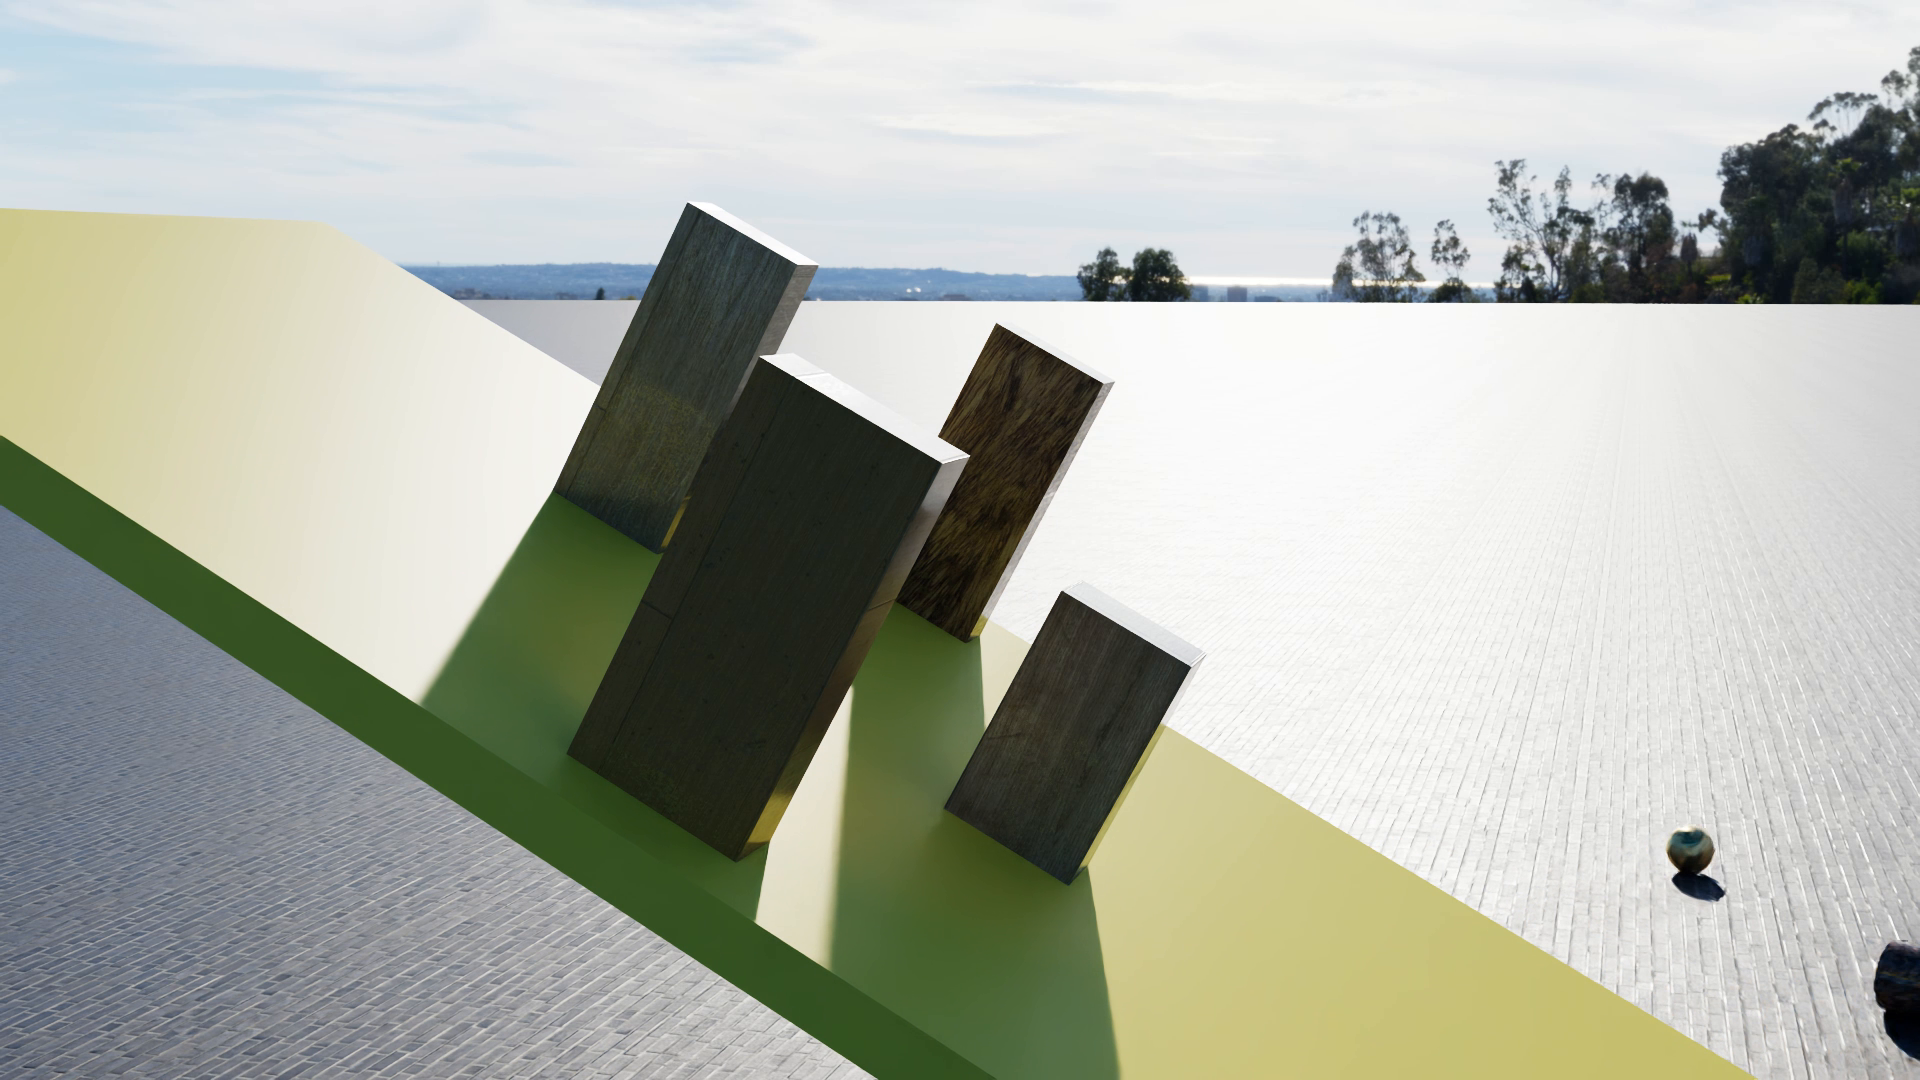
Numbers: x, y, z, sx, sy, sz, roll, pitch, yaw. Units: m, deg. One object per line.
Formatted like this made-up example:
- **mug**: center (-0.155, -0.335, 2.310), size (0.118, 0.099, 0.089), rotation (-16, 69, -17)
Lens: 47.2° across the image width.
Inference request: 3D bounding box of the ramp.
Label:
- **ramp**: center (-0.217, 0.359, 4.145), size (4.000, 0.100, 2.000), rotation (31, 14, 12)

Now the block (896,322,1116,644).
- **block**: center (0.061, -0.126, 4.832), size (0.271, 0.652, 0.110), rotation (31, 14, 12)

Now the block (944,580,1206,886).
- **block**: center (0.202, 0.336, 3.868), size (0.259, 0.451, 0.141), rotation (31, 14, 12)

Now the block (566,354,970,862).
- **block**: center (-0.292, 0.101, 3.297), size (0.315, 0.688, 0.134), rotation (31, 14, 12)

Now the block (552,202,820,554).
- **block**: center (-0.551, -0.322, 4.392), size (0.259, 0.650, 0.119), rotation (31, 14, 12)

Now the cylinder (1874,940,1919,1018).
- **cylinder**: center (2.404, 1.104, 5.474), size (0.176, 0.176, 0.176), rotation (-6, 9, -41)

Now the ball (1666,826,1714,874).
- **ball**: center (2.263, 0.960, 6.813), size (0.144, 0.144, 0.144), rotation (0, 7, 0)
